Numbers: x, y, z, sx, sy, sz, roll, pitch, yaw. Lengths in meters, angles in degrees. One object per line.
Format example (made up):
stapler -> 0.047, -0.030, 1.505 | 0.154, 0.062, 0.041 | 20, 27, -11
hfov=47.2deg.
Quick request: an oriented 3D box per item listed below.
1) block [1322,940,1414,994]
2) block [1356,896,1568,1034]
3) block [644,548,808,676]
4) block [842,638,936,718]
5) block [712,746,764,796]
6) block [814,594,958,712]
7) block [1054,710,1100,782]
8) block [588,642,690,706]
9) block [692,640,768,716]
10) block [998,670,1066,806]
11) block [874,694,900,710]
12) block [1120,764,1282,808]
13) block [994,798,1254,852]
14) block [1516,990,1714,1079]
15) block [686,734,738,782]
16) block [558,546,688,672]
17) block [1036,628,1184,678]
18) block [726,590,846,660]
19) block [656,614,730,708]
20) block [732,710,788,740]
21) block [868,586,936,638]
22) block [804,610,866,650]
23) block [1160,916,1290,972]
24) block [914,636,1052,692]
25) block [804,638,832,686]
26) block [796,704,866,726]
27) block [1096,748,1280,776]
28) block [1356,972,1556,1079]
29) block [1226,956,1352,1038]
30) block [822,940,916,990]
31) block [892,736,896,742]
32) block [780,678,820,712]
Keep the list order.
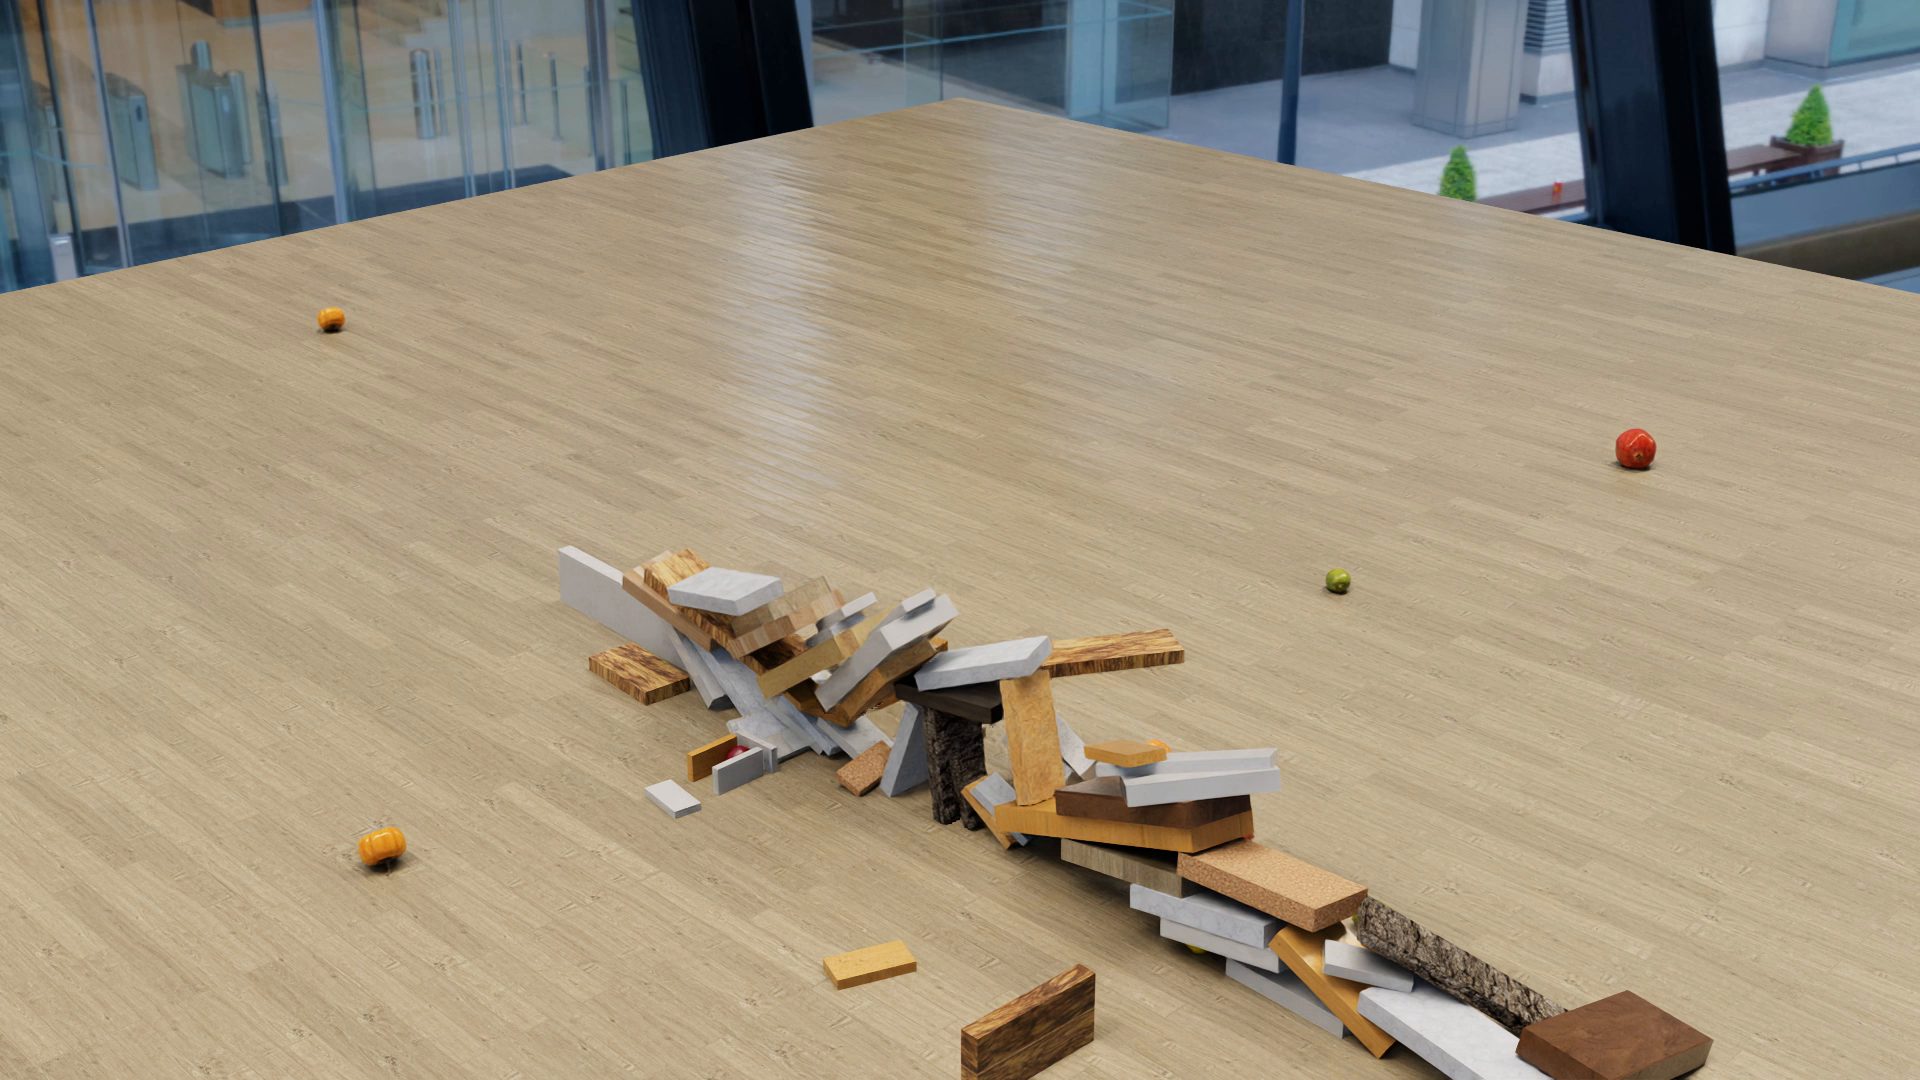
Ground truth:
block -> 0.692, 0.724, 3.738 | 0.150, 0.021, 0.075 | 13, 24, 4
block -> 0.862, 0.743, 3.725 | 0.420, 0.029, 0.104 | 30, 25, -2
block -> -0.497, 0.171, 4.814 | 0.455, 0.036, 0.126 | 36, 46, 30
block -> -0.146, 0.282, 4.452 | 0.126, 0.036, 0.253 | -29, -9, -27
block -> -0.459, 0.478, 4.555 | 0.017, 0.061, 0.122 | 21, 31, 40
block -> -0.151, 0.229, 4.422 | 0.175, 0.049, 0.349 | -28, -10, -34
block -> 0.250, 0.442, 4.485 | 0.049, 0.175, 0.349 | -45, 27, 0
block -> -0.730, 0.303, 5.003 | 0.118, 0.034, 0.237 | -18, 29, -37
block -> -0.470, 0.282, 4.869 | 0.142, 0.040, 0.283 | -18, 59, -36
block -> 0.143, 0.384, 4.287 | 0.035, 0.246, 0.123 | -7, 3, 36
block -> -0.131, 0.315, 4.917 | 0.022, 0.079, 0.158 | 21, 31, 40
block -> 0.429, 0.434, 3.952 | 0.274, 0.039, 0.137 | -6, 4, -1
block -> 0.301, 0.526, 4.143 | 0.168, 0.048, 0.512 | -10, 5, -42
block -> 1.079, 0.833, 3.618 | 0.336, 0.048, 0.168 | -3, 24, -44
block -> -0.518, 0.456, 4.607 | 0.017, 0.061, 0.122 | 21, 31, 40
block -> -0.780, 0.161, 5.204 | 0.039, 0.138, 0.553 | -20, 30, -38
block -> 0.237, 0.273, 5.075 | 0.550, 0.034, 0.118 | -6, 24, -13
block -> -0.367, 0.178, 4.613 | 0.138, 0.039, 0.275 | -27, 1, -37
block -> -0.565, 0.229, 4.941 | 0.142, 0.040, 0.283 | -19, 68, -34
block -> -0.372, 0.392, 4.753 | 0.244, 0.022, 0.078 | -21, 70, -40
block -> -0.115, 0.149, 4.340 | 0.080, 0.023, 0.160 | -27, -10, -36
block -> -0.258, 0.186, 4.530 | 0.079, 0.022, 0.158 | -27, -1, -26
block -> 0.502, 0.705, 3.931 | 0.263, 0.037, 0.131 | 10, 14, 44
block -> 0.046, 0.243, 4.330 | 0.246, 0.035, 0.123 | -10, 15, 26
block -> -0.324, 0.287, 5.044 | 0.110, 0.031, 0.220 | -2, 23, -5
block -> -0.273, 0.354, 4.669 | 0.137, 0.019, 0.068 | 16, 34, 34
block -> 0.411, 0.403, 3.982 | 0.322, 0.023, 0.080 | -5, 4, 19
block -> 1.009, 0.938, 3.410 | 0.137, 0.039, 0.940 | -12, 29, -36
block -> 0.612, 0.780, 3.876 | 0.131, 0.037, 0.263 | -20, 30, -38
block -> -0.162, 0.761, 3.940 | 0.150, 0.021, 0.075 | -10, 25, -22
block -> -0.085, 0.408, 4.742 | 0.078, 0.022, 0.156 | 7, 32, 16
block -> -0.346, 0.316, 4.705 | 0.068, 0.019, 0.137 | -20, 33, -28
